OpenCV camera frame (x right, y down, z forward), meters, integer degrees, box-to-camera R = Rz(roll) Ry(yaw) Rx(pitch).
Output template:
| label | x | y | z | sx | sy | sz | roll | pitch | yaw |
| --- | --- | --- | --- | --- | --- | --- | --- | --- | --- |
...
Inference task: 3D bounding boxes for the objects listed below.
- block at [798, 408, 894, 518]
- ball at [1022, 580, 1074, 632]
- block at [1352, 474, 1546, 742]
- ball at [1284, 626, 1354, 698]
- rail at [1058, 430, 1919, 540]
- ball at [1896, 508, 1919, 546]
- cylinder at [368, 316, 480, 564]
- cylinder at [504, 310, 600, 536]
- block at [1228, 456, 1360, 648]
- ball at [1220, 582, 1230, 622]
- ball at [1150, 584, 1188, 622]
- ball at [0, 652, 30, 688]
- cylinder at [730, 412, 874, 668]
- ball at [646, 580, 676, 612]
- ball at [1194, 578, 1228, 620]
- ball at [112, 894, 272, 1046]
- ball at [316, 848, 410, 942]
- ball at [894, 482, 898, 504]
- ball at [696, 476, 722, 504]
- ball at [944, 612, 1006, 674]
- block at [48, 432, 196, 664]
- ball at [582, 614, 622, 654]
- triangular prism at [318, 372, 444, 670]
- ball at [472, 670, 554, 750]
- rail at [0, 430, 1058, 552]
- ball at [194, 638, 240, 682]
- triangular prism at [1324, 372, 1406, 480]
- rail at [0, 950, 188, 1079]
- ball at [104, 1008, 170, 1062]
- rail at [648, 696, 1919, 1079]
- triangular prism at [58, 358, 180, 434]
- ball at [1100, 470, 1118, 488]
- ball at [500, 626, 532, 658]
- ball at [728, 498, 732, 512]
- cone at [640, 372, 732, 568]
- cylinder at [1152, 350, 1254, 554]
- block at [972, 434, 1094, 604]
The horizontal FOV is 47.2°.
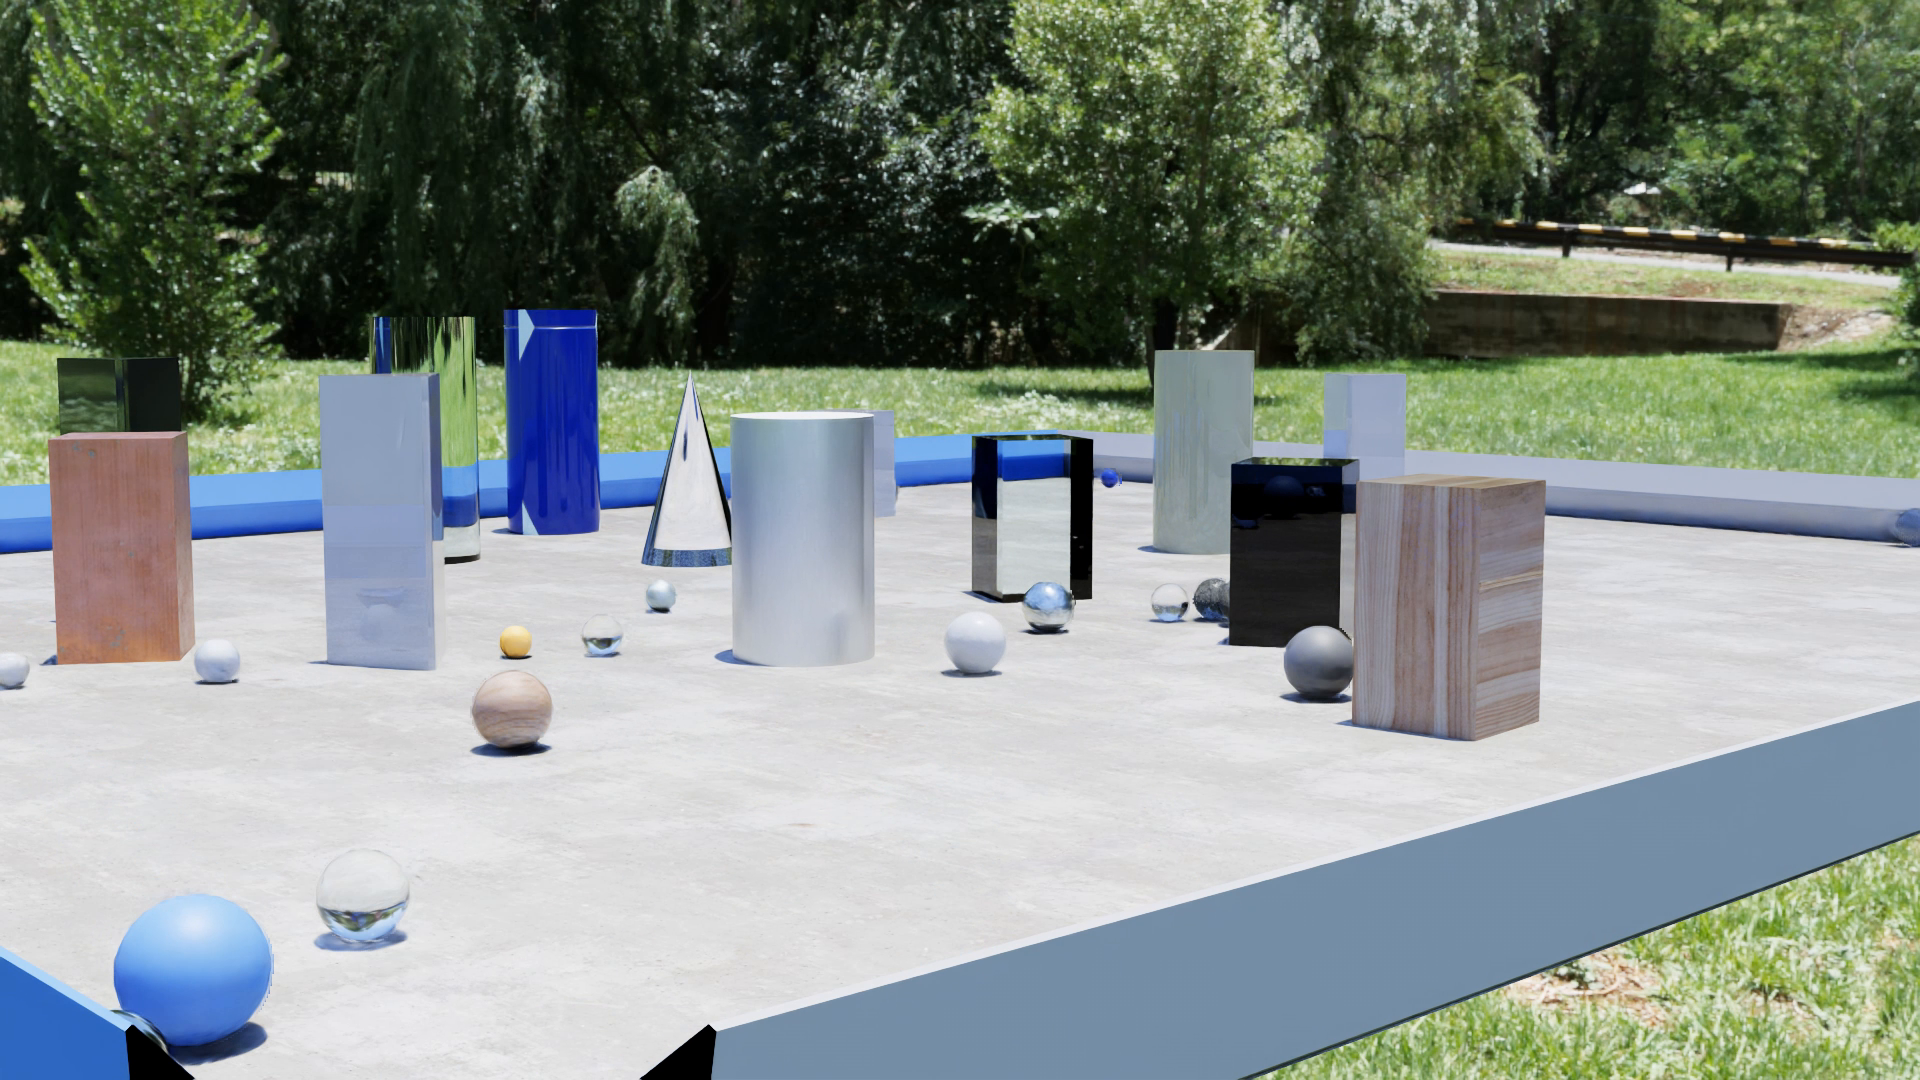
| label | x | y | z | sx | sy | sz | roll | pitch | yaw |
| --- | --- | --- | --- | --- | --- | --- | --- | --- | --- |
| block | -0.240 | -0.161 | 4.634 | 0.145 | 0.223 | 0.145 | 5 | 8 | 39 |
| ball | 0.119 | 0.091 | 3.001 | 0.070 | 0.070 | 0.070 | 0 | 6 | 0 |
| block | 0.519 | 0.066 | 2.337 | 0.145 | 0.260 | 0.145 | 5 | 8 | 40 |
| ball | 0.408 | 0.138 | 2.495 | 0.083 | 0.083 | 0.083 | 0 | 6 | 0 |
| rail | 1.354 | -0.102 | 4.575 | 0.045 | 0.117 | 3.289 | -6 | 8 | -42 |
| ball | 1.765 | -0.023 | 4.056 | 0.072 | 0.072 | 0.072 | 0 | 6 | 0 |
| cylinder | -0.933 | -0.176 | 3.834 | 0.181 | 0.424 | 0.181 | 0 | 6 | 0 |
| cylinder | -0.802 | -0.235 | 4.329 | 0.181 | 0.435 | 0.181 | 0 | 6 | 0 |
| block | 0.445 | 0.015 | 2.919 | 0.145 | 0.238 | 0.145 | 2 | 6 | 19 |
| ball | 0.395 | 0.085 | 3.057 | 0.070 | 0.070 | 0.070 | 0 | 6 | 0 |
| ball | 0.296 | 0.088 | 3.103 | 0.054 | 0.054 | 0.054 | 0 | 6 | 0 |
| ball | -1.108 | 0.152 | 2.565 | 0.042 | 0.042 | 0.042 | 0 | 6 | 0 |
| cylinder | -0.199 | -0.005 | 2.785 | 0.181 | 0.306 | 0.181 | 0 | 6 | 0 |
| ball | -0.435 | 0.082 | 3.203 | 0.045 | 0.045 | 0.045 | 0 | 6 | 0 |
| ball | 0.361 | 0.084 | 3.116 | 0.059 | 0.059 | 0.059 | 0 | 6 | 0 |
| ball | -0.463 | 0.259 | 1.328 | 0.090 | 0.090 | 0.090 | 0 | 6 | 0 |
| ball | -0.420 | 0.249 | 1.545 | 0.064 | 0.064 | 0.064 | 0 | 6 | 0 |
| ball | -0.172 | -0.100 | 4.732 | 0.081 | 0.081 | 0.081 | 0 | 6 | 0 |
| ball | -0.566 | -0.113 | 4.954 | 0.061 | 0.061 | 0.061 | 0 | 6 | 0 |
| ball | 0.018 | 0.124 | 2.664 | 0.076 | 0.076 | 0.076 | 0 | 6 | 0 |
| block | -1.064 | 0.007 | 2.799 | 0.145 | 0.280 | 0.145 | -1 | 6 | -12 |
| ball | -0.457 | 0.120 | 2.806 | 0.052 | 0.052 | 0.052 | 0 | 6 | 0 |
| triangular prism | -0.692 | -0.028 | 2.759 | 0.156 | 0.358 | 0.136 | 2 | 7 | 21 |
| ball | -0.449 | 0.171 | 2.207 | 0.080 | 0.080 | 0.080 | 0 | 6 | 0 |
| rail | -1.099 | -0.096 | 4.517 | 3.731 | 0.117 | 0.045 | -6 | 8 | -42 |
| ball | -0.878 | 0.142 | 2.601 | 0.053 | 0.053 | 0.053 | 0 | 6 | 0 |
| triangular prism | 0.756 | -0.166 | 4.261 | 0.156 | 0.312 | 0.136 | -5 | 8 | -37 |
| rail | -1.354 | 0.163 | 2.090 | 0.045 | 0.117 | 3.289 | -6 | 8 | -42 |
| ball | -0.464 | 0.287 | 1.197 | 0.063 | 0.063 | 0.063 | 0 | 6 | 0 |
| rail | 1.099 | 0.157 | 2.148 | 3.731 | 0.117 | 0.045 | -6 | 8 | -42 |
| triangular prism | -1.154 | -0.070 | 3.089 | 0.156 | 0.371 | 0.136 | 5 | 8 | 39 |
| ball | 0.365 | -0.149 | 5.366 | 0.045 | 0.045 | 0.045 | 0 | 6 | 0 |
| ball | -0.562 | 0.128 | 2.784 | 0.041 | 0.041 | 0.041 | 0 | 6 | 0 |
| ball | -0.426 | -0.048 | 4.264 | 0.078 | 0.078 | 0.078 | 0 | 6 | 0 |
| cone | -0.466 | -0.129 | 3.813 | 0.181 | 0.334 | 0.181 | 0 | 6 | 0 |
| cylinder | 0.443 | -0.163 | 4.001 | 0.181 | 0.361 | 0.181 | 0 | 6 | 0 |
| block | 0.109 | -0.036 | 3.369 | 0.145 | 0.243 | 0.145 | -2 | 6 | -18 |
